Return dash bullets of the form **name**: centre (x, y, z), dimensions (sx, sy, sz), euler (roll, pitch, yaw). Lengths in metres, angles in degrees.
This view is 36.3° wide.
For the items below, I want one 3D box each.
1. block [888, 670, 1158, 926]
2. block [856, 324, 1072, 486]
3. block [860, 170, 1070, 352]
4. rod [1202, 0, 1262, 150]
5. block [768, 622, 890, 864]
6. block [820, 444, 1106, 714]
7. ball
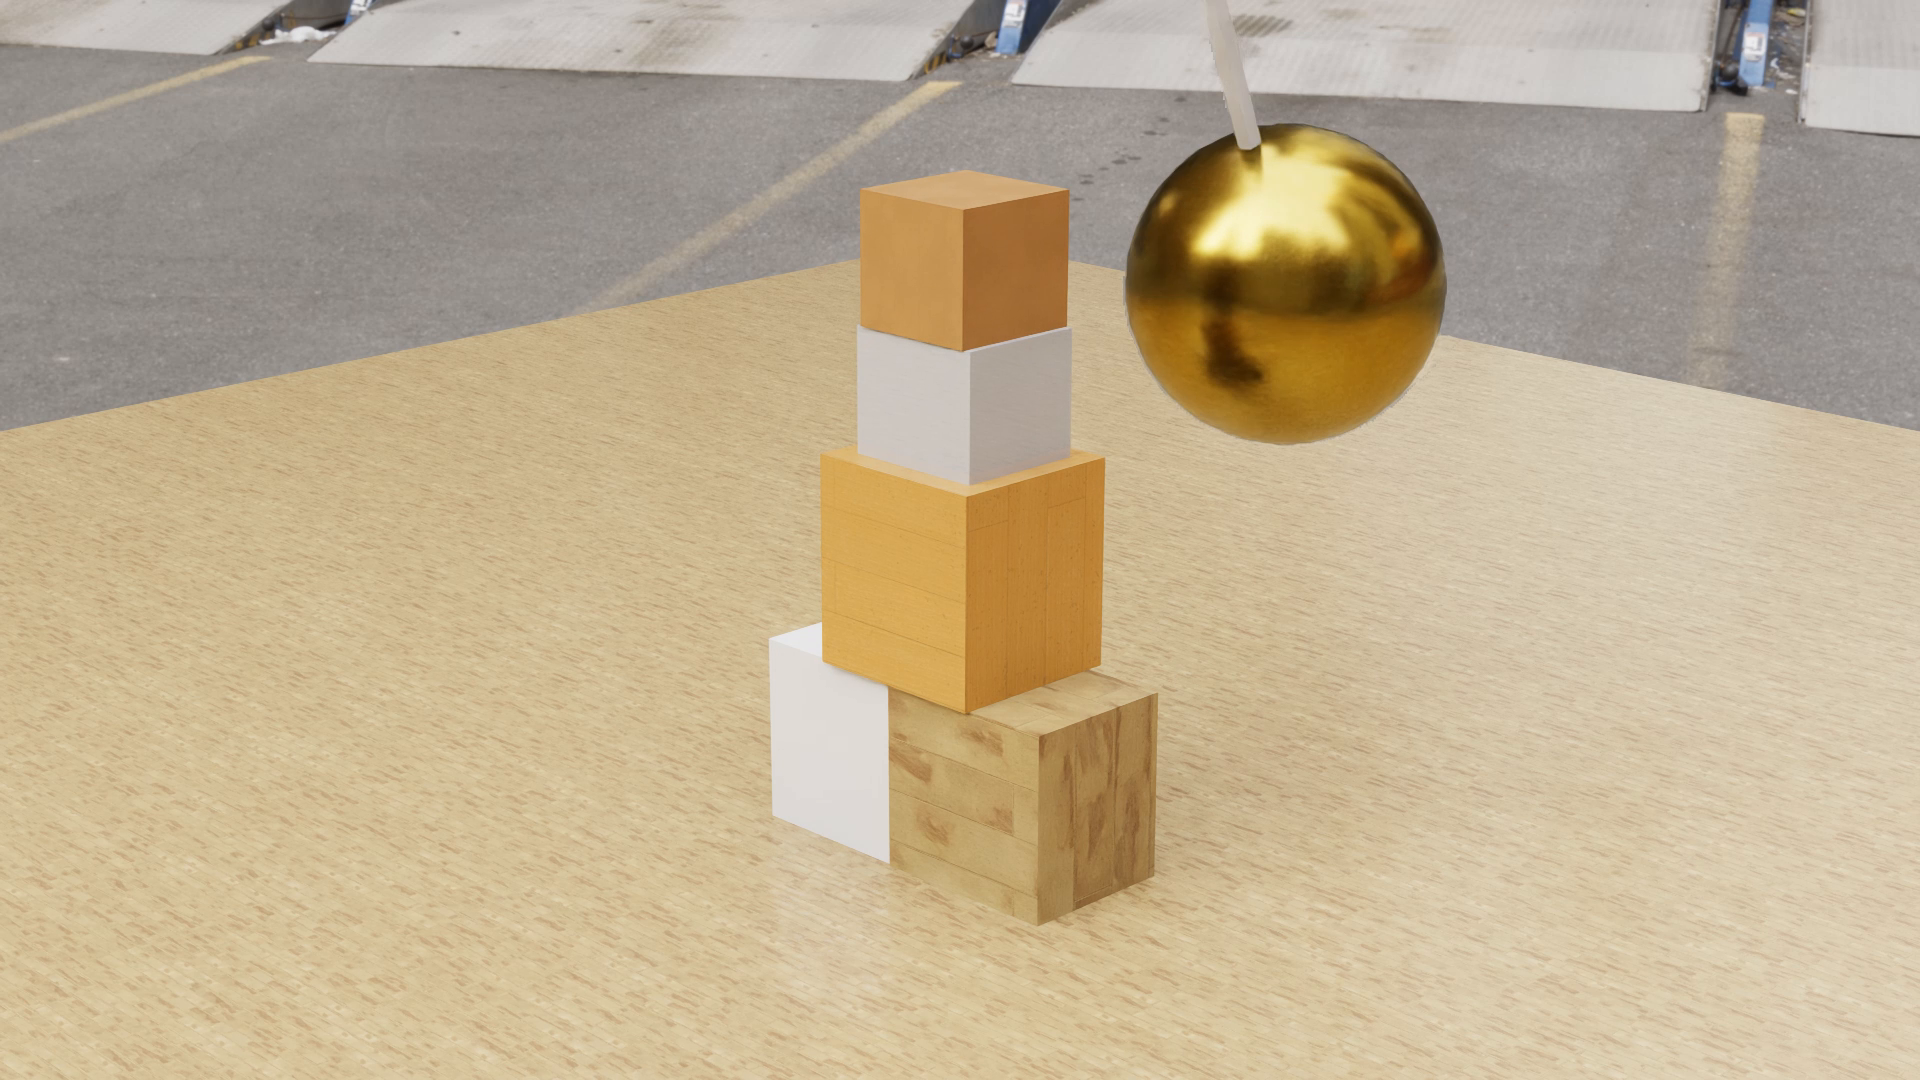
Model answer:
- **block**: centre (0.282, 1.094, 13.366), dimensions (0.778, 0.898, 0.943), euler (-17, 24, -42)
- **block**: centre (0.019, -0.667, 13.135), dimensions (0.645, 0.598, 0.711), euler (-17, 24, -42)
- **block**: centre (0.019, -1.244, 12.946), dimensions (0.638, 0.617, 0.660), euler (17, 24, 42)
- **rod**: centre (0.703, -3.995, 12.823), dimensions (0.080, 5.200, 0.080), euler (17, 46, 42)
- **block**: centre (-0.327, 0.897, 13.987), dimensions (0.809, 0.902, 0.820), euler (-17, 24, -42)
- **block**: centre (0.009, 0.094, 13.375), dimensions (0.888, 0.998, 0.930), euler (-17, 24, -42)
- **ball**: centre (1.623, -1.274, 14.642), dimensions (1.600, 1.600, 1.600), euler (0, 17, 0)
